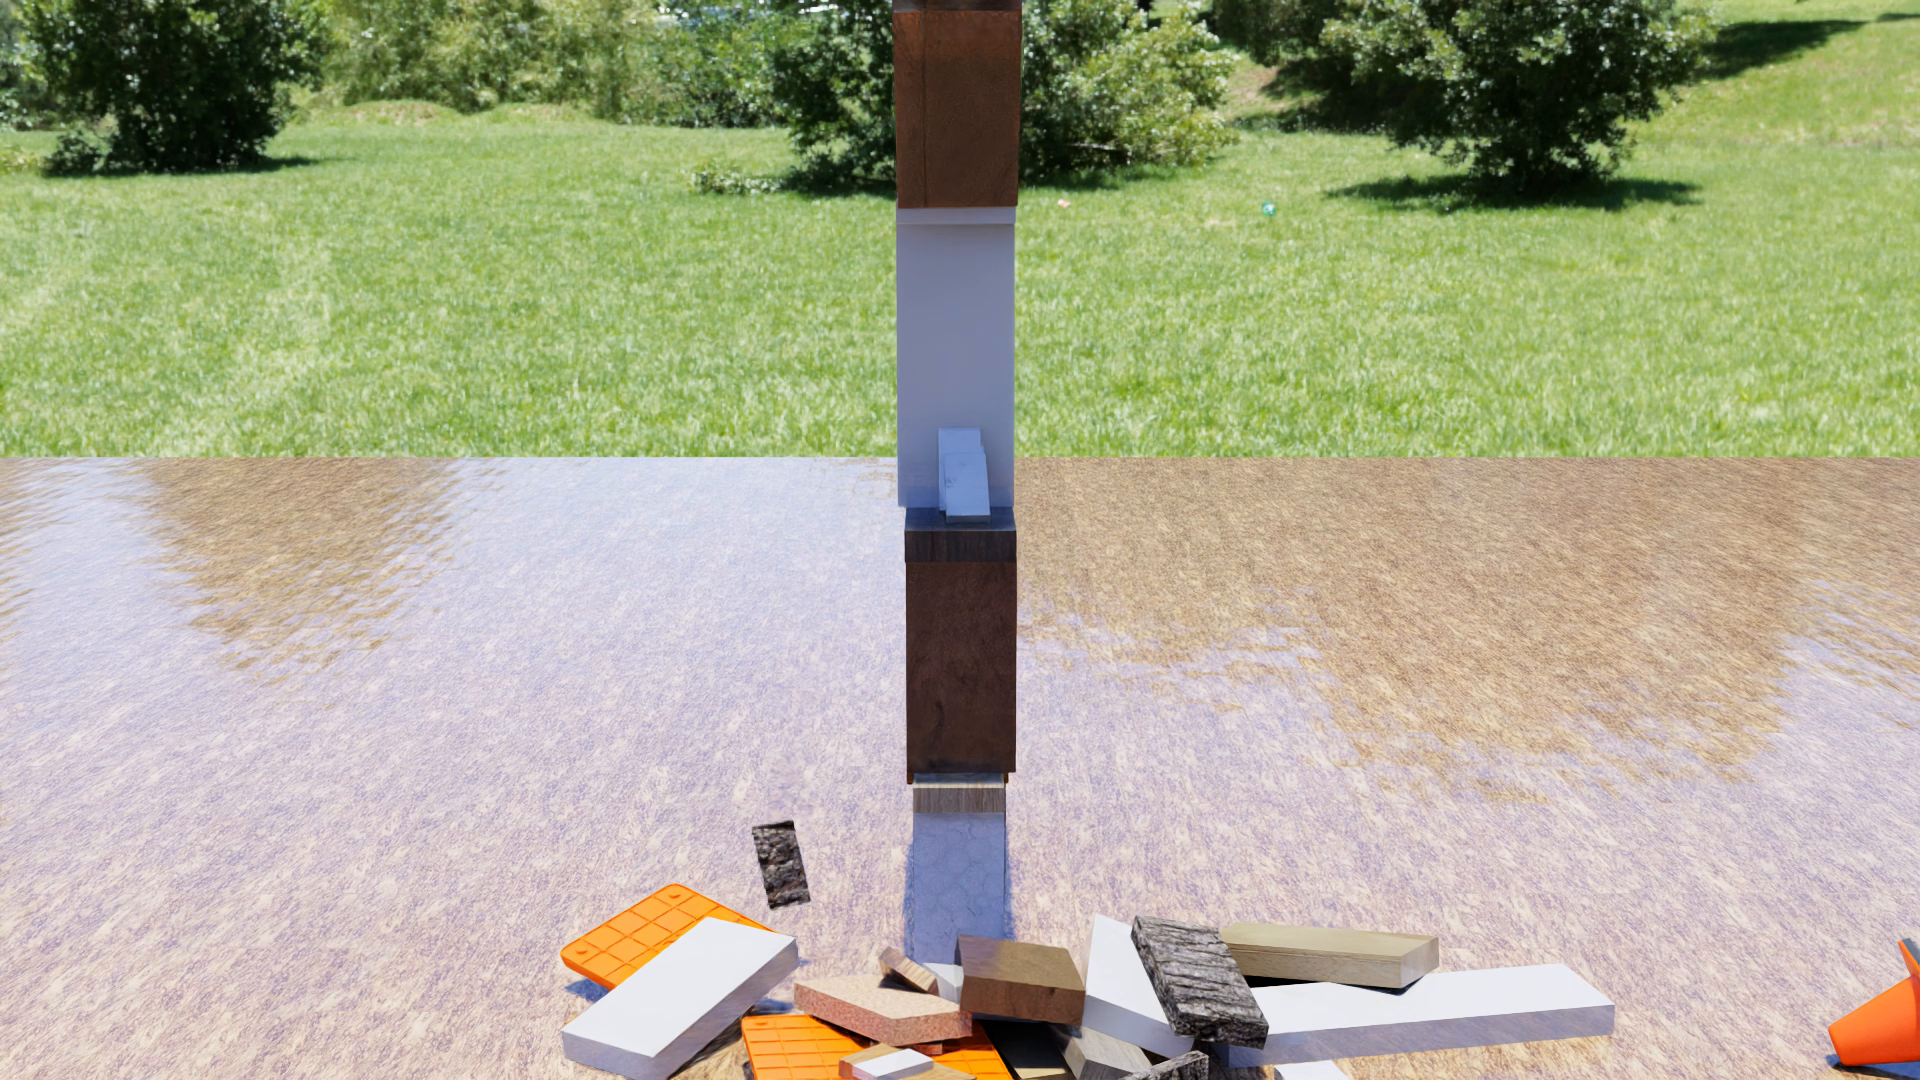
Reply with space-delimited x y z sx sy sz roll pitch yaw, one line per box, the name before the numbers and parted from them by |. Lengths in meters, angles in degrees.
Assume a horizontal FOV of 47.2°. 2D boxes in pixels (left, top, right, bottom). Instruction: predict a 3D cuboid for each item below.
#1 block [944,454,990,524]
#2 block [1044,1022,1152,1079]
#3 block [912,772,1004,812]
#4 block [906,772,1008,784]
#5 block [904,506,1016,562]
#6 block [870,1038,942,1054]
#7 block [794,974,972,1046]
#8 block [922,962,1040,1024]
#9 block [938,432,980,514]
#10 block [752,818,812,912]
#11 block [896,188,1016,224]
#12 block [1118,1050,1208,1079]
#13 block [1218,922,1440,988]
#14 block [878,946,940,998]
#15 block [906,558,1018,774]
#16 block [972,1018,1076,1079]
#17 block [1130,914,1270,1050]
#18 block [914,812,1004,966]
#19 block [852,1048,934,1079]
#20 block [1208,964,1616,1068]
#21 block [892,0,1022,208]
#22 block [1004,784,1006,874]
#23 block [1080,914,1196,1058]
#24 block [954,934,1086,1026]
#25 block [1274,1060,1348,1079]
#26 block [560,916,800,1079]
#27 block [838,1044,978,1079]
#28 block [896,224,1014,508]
block | 0.010 -0.078 3.294 0.063 0.018 0.127 -1 48 -3
block | 0.189 0.682 2.935 0.109 0.031 0.218 19 4 -12
block | -0.002 0.357 3.355 0.134 0.038 0.267 0 11 0
block | -0.004 0.185 3.513 0.164 0.412 0.046 0 11 -2
block | 0.000 -0.020 3.362 0.164 0.046 0.328 0 10 0
block | -0.070 0.662 2.899 0.094 0.013 0.047 2 7 0
block | -0.107 0.633 2.972 0.125 0.035 0.250 1 1 -35
block | 0.028 0.640 3.113 0.109 0.031 0.218 8 -1 -18
block | 0.000 -0.103 3.349 0.063 0.127 0.018 0 -17 -1
block | -0.270 0.491 3.327 0.063 0.127 0.018 -13 1 -6
block | -0.007 -0.532 3.464 0.180 0.051 0.359 0 11 0
block | 0.251 0.711 2.795 0.162 0.081 0.023 -9 14 -39
block | 0.530 0.613 3.262 0.319 0.045 0.159 -2 1 32
block | -0.068 0.623 3.071 0.081 0.023 0.163 30 -23 19
block | 0.002 0.184 3.288 0.164 0.328 0.046 0 11 0
block | 0.101 0.699 3.000 0.109 0.031 0.218 -3 11 -17
block | 0.331 0.615 3.080 0.125 0.035 0.317 11 13 -9
block | -0.002 0.524 3.295 0.134 0.267 0.038 0 11 0
block | -0.083 0.659 2.750 0.094 0.013 0.047 -5 11 -42
block | 0.627 0.670 3.112 0.567 0.045 0.159 -2 11 -11
block | -0.004 -0.625 3.137 0.177 0.354 0.050 -1 51 -1
block | -0.001 0.412 3.761 0.158 0.316 0.045 0 11 0
block | 0.252 0.630 3.115 0.159 0.045 0.319 20 11 2
block | 0.078 0.607 3.052 0.162 0.046 0.325 8 -1 -1
block | 0.476 0.727 2.871 0.081 0.023 0.162 -2 11 -12
block | -0.388 0.642 3.089 0.162 0.046 0.325 7 24 32
block | -0.066 0.676 2.768 0.162 0.023 0.081 9 10 40
block | -0.007 -0.269 3.385 0.180 0.434 0.051 0 9 -1
